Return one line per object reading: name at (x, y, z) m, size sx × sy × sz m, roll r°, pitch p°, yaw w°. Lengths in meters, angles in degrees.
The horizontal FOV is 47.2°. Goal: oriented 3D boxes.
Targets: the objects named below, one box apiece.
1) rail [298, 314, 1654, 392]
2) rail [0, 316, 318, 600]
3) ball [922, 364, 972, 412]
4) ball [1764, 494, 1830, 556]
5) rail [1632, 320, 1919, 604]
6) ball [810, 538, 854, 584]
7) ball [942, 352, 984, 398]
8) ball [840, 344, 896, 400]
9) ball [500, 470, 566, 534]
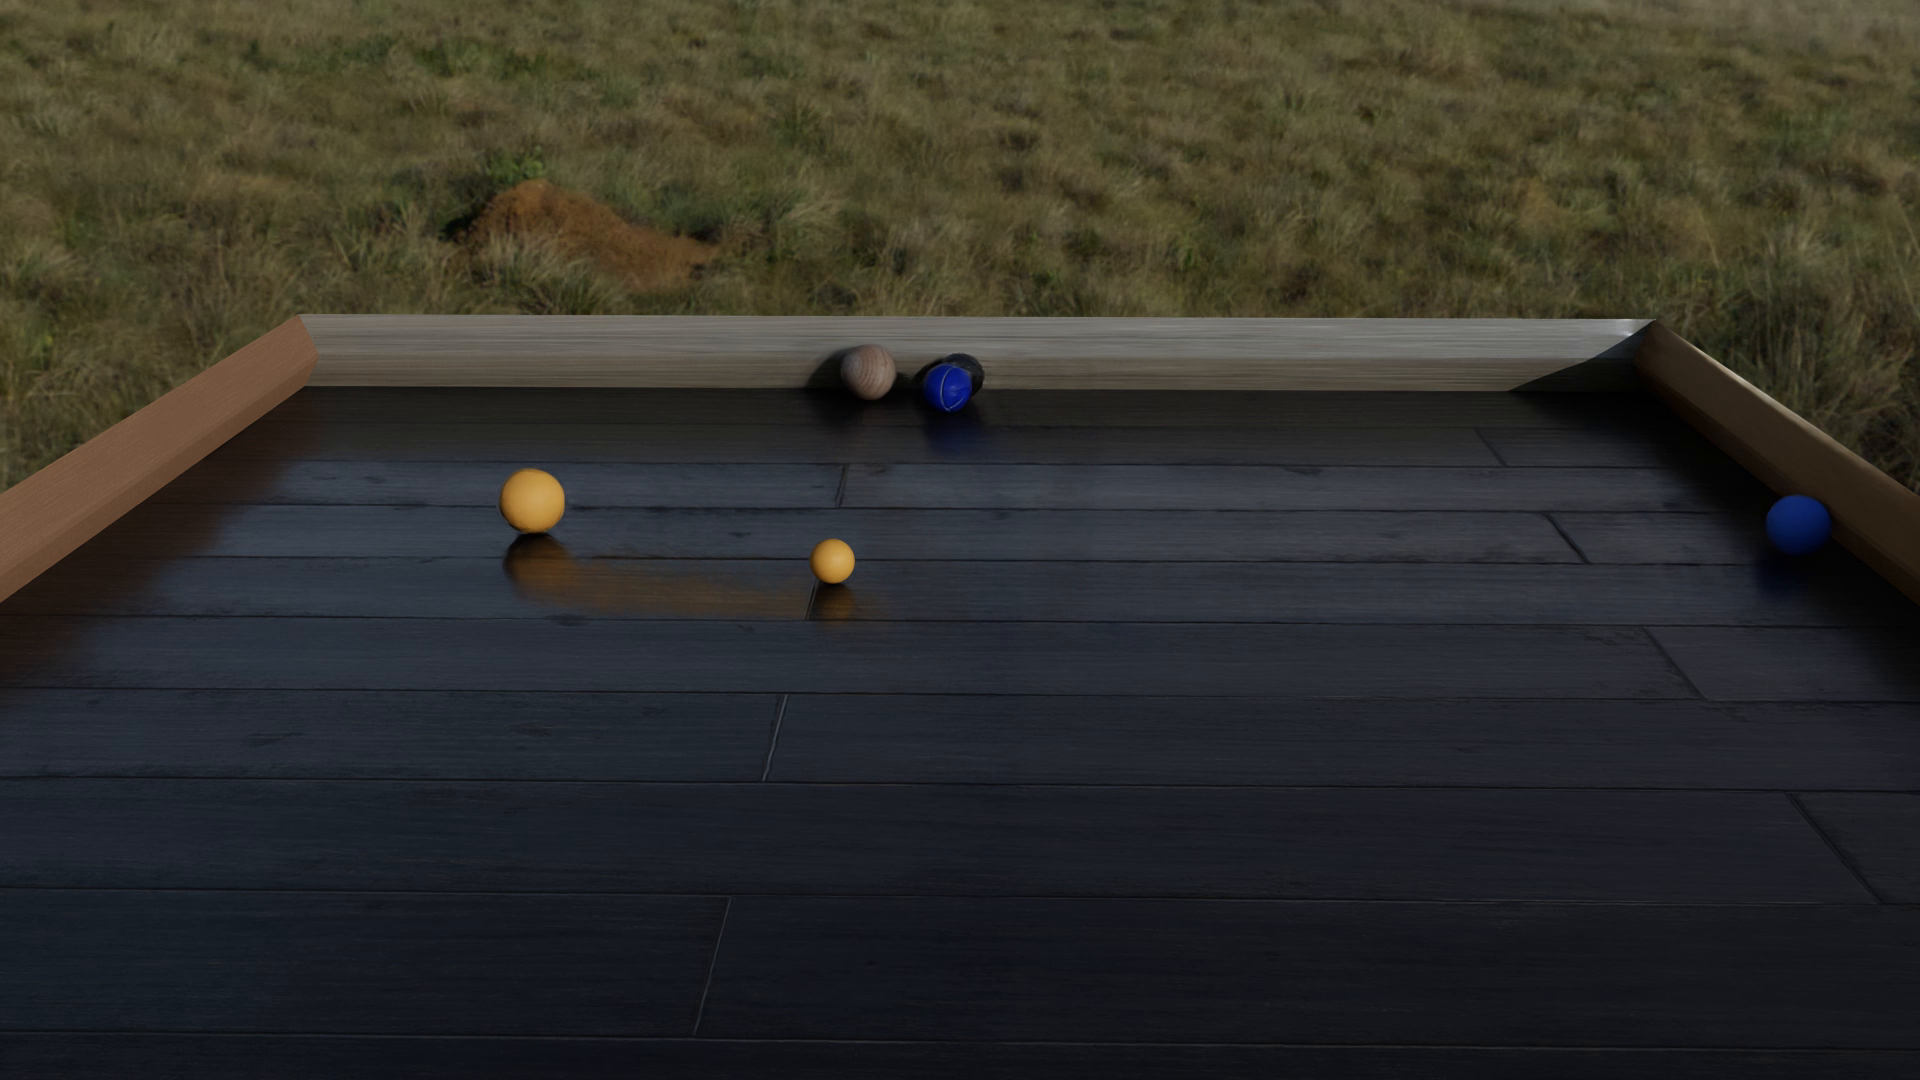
rail at (0.021, -0.321, 3.822) m, size 2.363 × 0.127 × 0.045 m, roll 0°, pitch 17°, yaw 1°
rail at (-1.179, 0.275, 1.818) m, size 0.045 × 0.127 × 4.277 m, roll 0°, pitch 17°, yaw 1°
ball at (-0.021, -0.254, 3.679) m, size 0.082 × 0.082 × 0.082 m, roll 0°, pitch 17°, yaw 0°
ball at (1.102, -0.020, 2.894) m, size 0.081 × 0.081 × 0.081 m, roll 0°, pitch 17°, yaw 0°
rail at (1.136, 0.288, 1.774) m, size 0.045 × 0.127 × 4.277 m, roll 0°, pitch 17°, yaw 1°
ball at (-0.161, 0.027, 2.778) m, size 0.057 × 0.057 × 0.057 m, roll 0°, pitch 17°, yaw 0°
ball at (0.001, -0.281, 3.775) m, size 0.080 × 0.080 × 0.080 m, roll 0°, pitch 17°, yaw 0°
ball at (-0.157, -0.287, 3.763) m, size 0.097 × 0.097 × 0.097 m, roll 0°, pitch 17°, yaw 0°
ball at (-0.581, -0.052, 2.989) m, size 0.089 × 0.089 × 0.089 m, roll 0°, pitch 17°, yaw 0°
